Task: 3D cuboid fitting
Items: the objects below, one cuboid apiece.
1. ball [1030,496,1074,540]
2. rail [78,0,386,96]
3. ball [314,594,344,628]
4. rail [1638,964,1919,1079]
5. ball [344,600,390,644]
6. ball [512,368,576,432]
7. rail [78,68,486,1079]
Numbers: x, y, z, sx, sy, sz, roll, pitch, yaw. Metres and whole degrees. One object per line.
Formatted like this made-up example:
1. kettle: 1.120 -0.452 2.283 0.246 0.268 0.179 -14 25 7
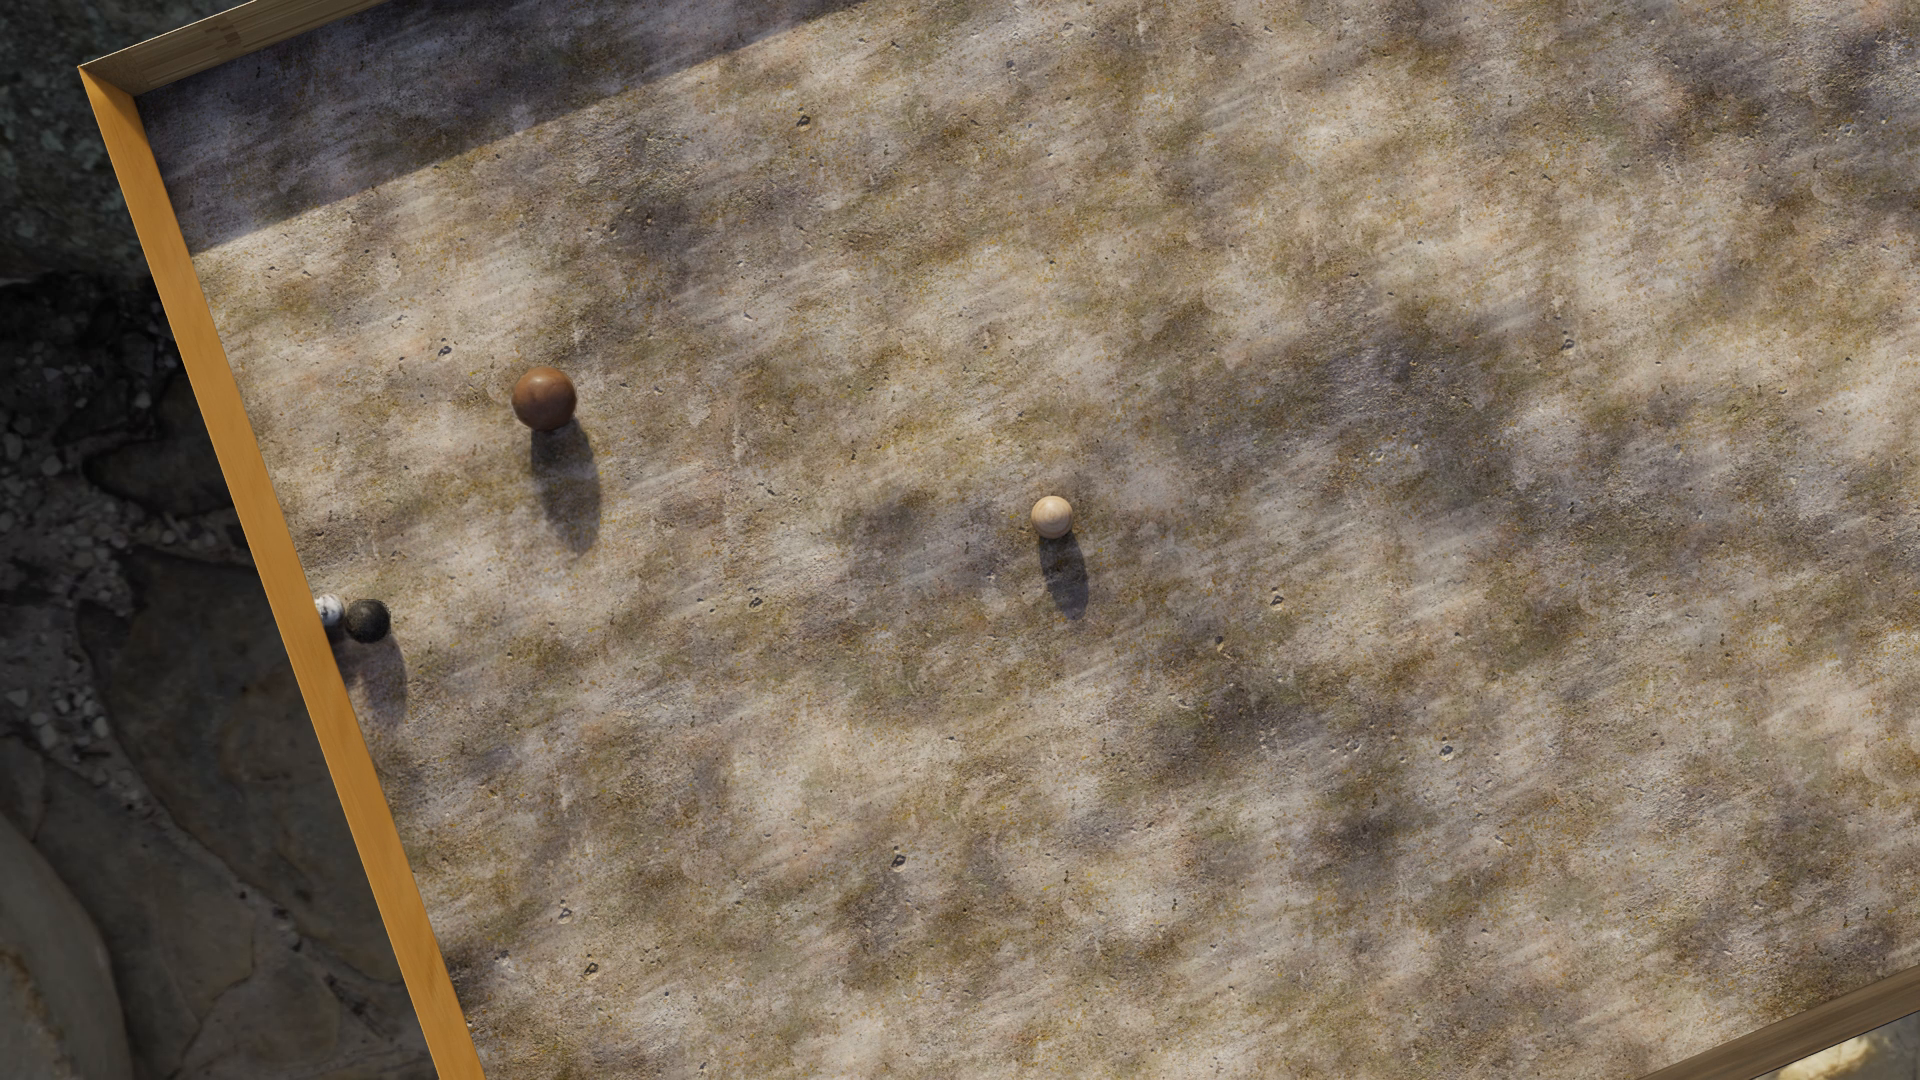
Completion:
1. ball: 0.137 -0.033 3.264 0.065 0.065 0.065 0 83 0
2. rail: 0.490 -1.371 3.394 3.842 0.123 0.045 -21 84 -3
3. ball: -0.936 0.105 3.255 0.049 0.049 0.049 0 83 0
4. rail: 1.297 0.664 3.150 3.842 0.123 0.045 -21 84 -3
5. ball: -0.874 0.121 3.245 0.065 0.065 0.065 0 83 0
6. ball: -0.618 -0.208 3.270 0.095 0.095 0.095 0 83 0
7. rail: -0.872 0.337 3.189 0.045 0.123 2.250 -21 84 -3
